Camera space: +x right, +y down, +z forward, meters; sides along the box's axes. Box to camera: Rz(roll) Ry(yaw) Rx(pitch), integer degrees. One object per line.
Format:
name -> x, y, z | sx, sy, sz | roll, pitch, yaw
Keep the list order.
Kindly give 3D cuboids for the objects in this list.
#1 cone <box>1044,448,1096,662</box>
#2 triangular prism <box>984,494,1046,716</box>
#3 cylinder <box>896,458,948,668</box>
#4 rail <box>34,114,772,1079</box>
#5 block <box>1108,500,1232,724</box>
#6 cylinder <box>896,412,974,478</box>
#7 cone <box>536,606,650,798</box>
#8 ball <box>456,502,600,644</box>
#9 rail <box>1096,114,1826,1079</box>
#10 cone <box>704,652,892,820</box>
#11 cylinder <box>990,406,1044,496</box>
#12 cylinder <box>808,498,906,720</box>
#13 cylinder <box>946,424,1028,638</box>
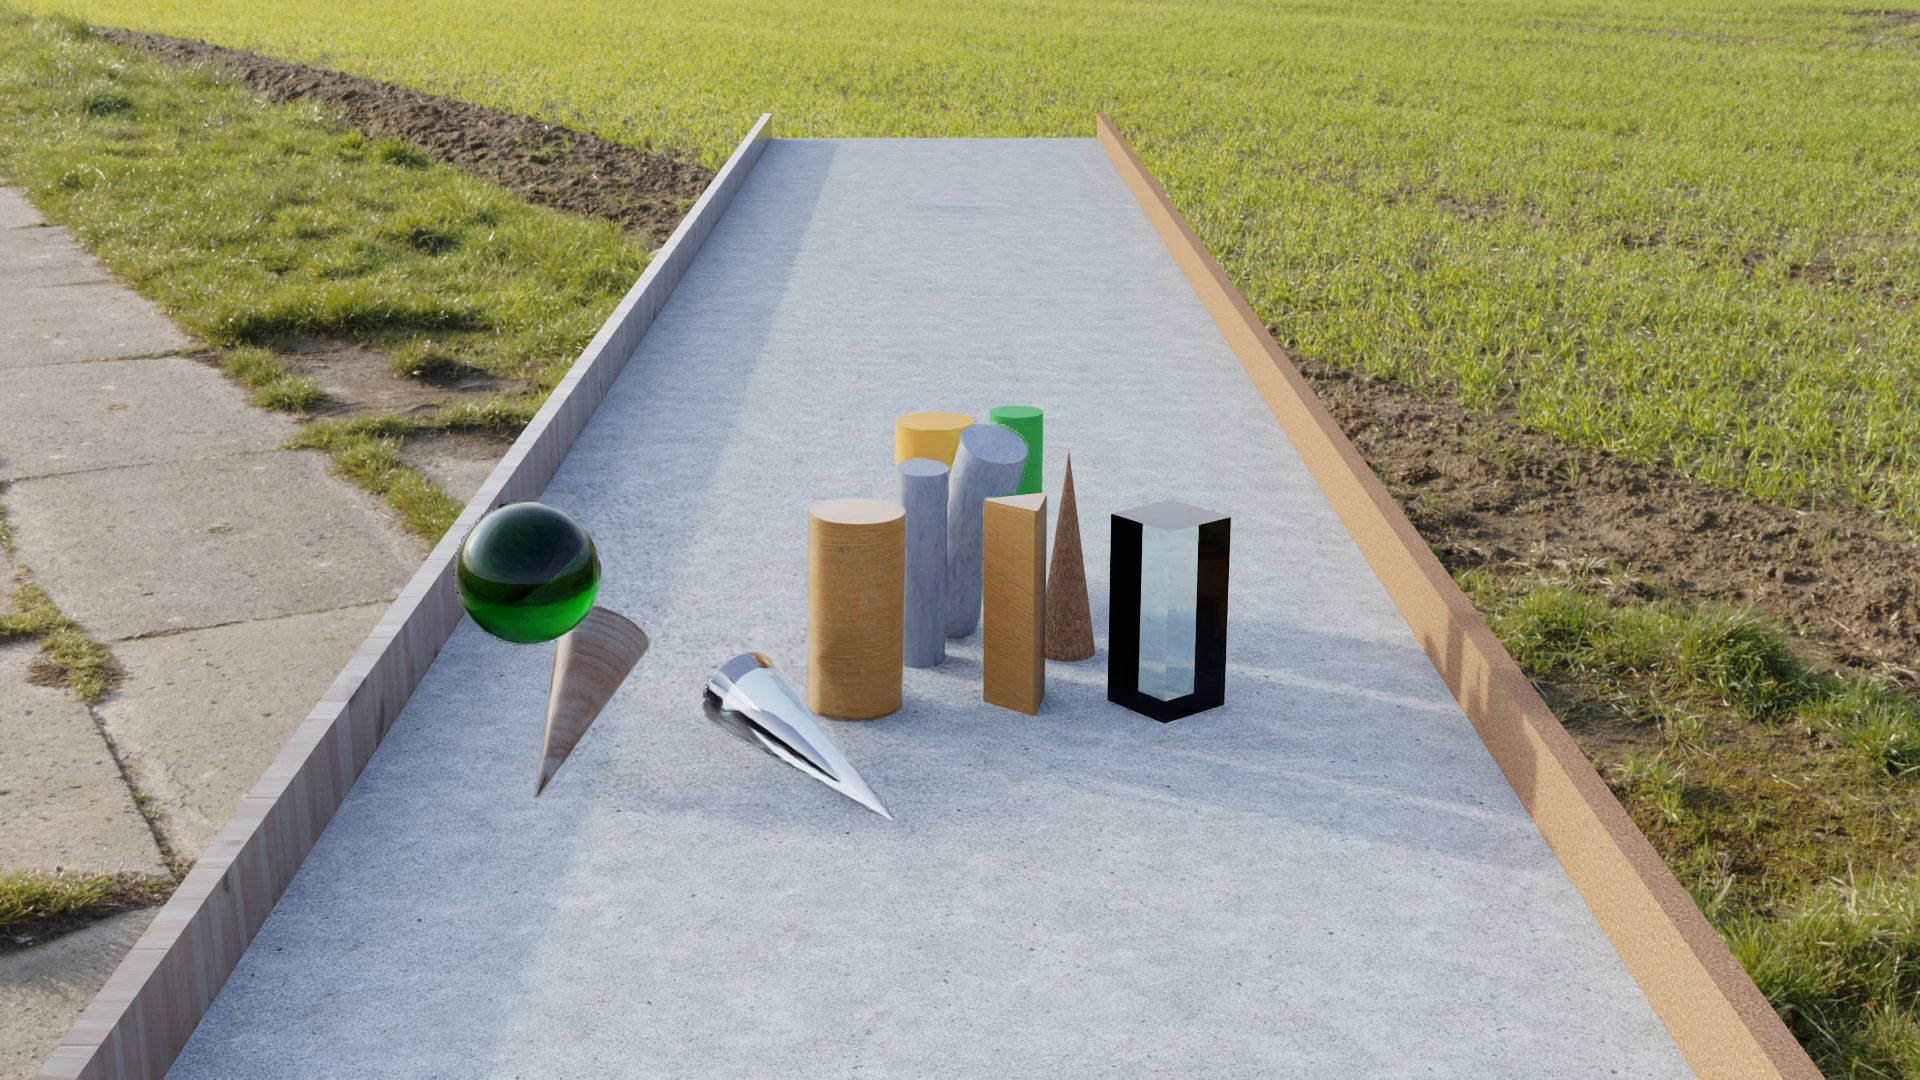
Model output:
cone -> 0.215, 0.023, 4.404 | 0.118, 0.425, 0.118 | 0, 17, 0
triangular prism -> 0.126, 0.115, 4.140 | 0.124, 0.399, 0.107 | 13, 21, 38
cylinder -> -0.077, 0.047, 4.343 | 0.101, 0.405, 0.101 | 1, 22, 0
rail -> -1.118, -0.838, 7.780 | 0.050, 0.150, 12.000 | 0, 17, -1
block -> 0.391, 0.132, 4.134 | 0.157, 0.371, 0.157 | -13, 21, -37
cylinder -> -0.056, -0.089, 4.890 | 0.173, 0.362, 0.173 | 0, 17, 0
cone -> -0.678, 0.302, 3.829 | 0.167, 0.167, 0.345 | 6, 57, 19
ball -> -0.723, 0.056, 3.687 | 0.239, 0.239, 0.239 | 0, 17, 0
rail -> 0.932, -0.844, 7.801 | 0.050, 0.150, 12.000 | 0, 17, -1
cone -> -0.251, 0.368, 3.793 | 0.154, 0.154, 0.446 | -14, 36, -39
cylinder -> 0.117, -0.056, 4.639 | 0.112, 0.442, 0.112 | 0, 17, 0
cylinder -> -0.195, 0.128, 4.121 | 0.180, 0.380, 0.180 | 1, 16, 0
cylinder -> 0.018, -0.014, 4.460 | 0.136, 0.445, 0.136 | 11, 35, -8
